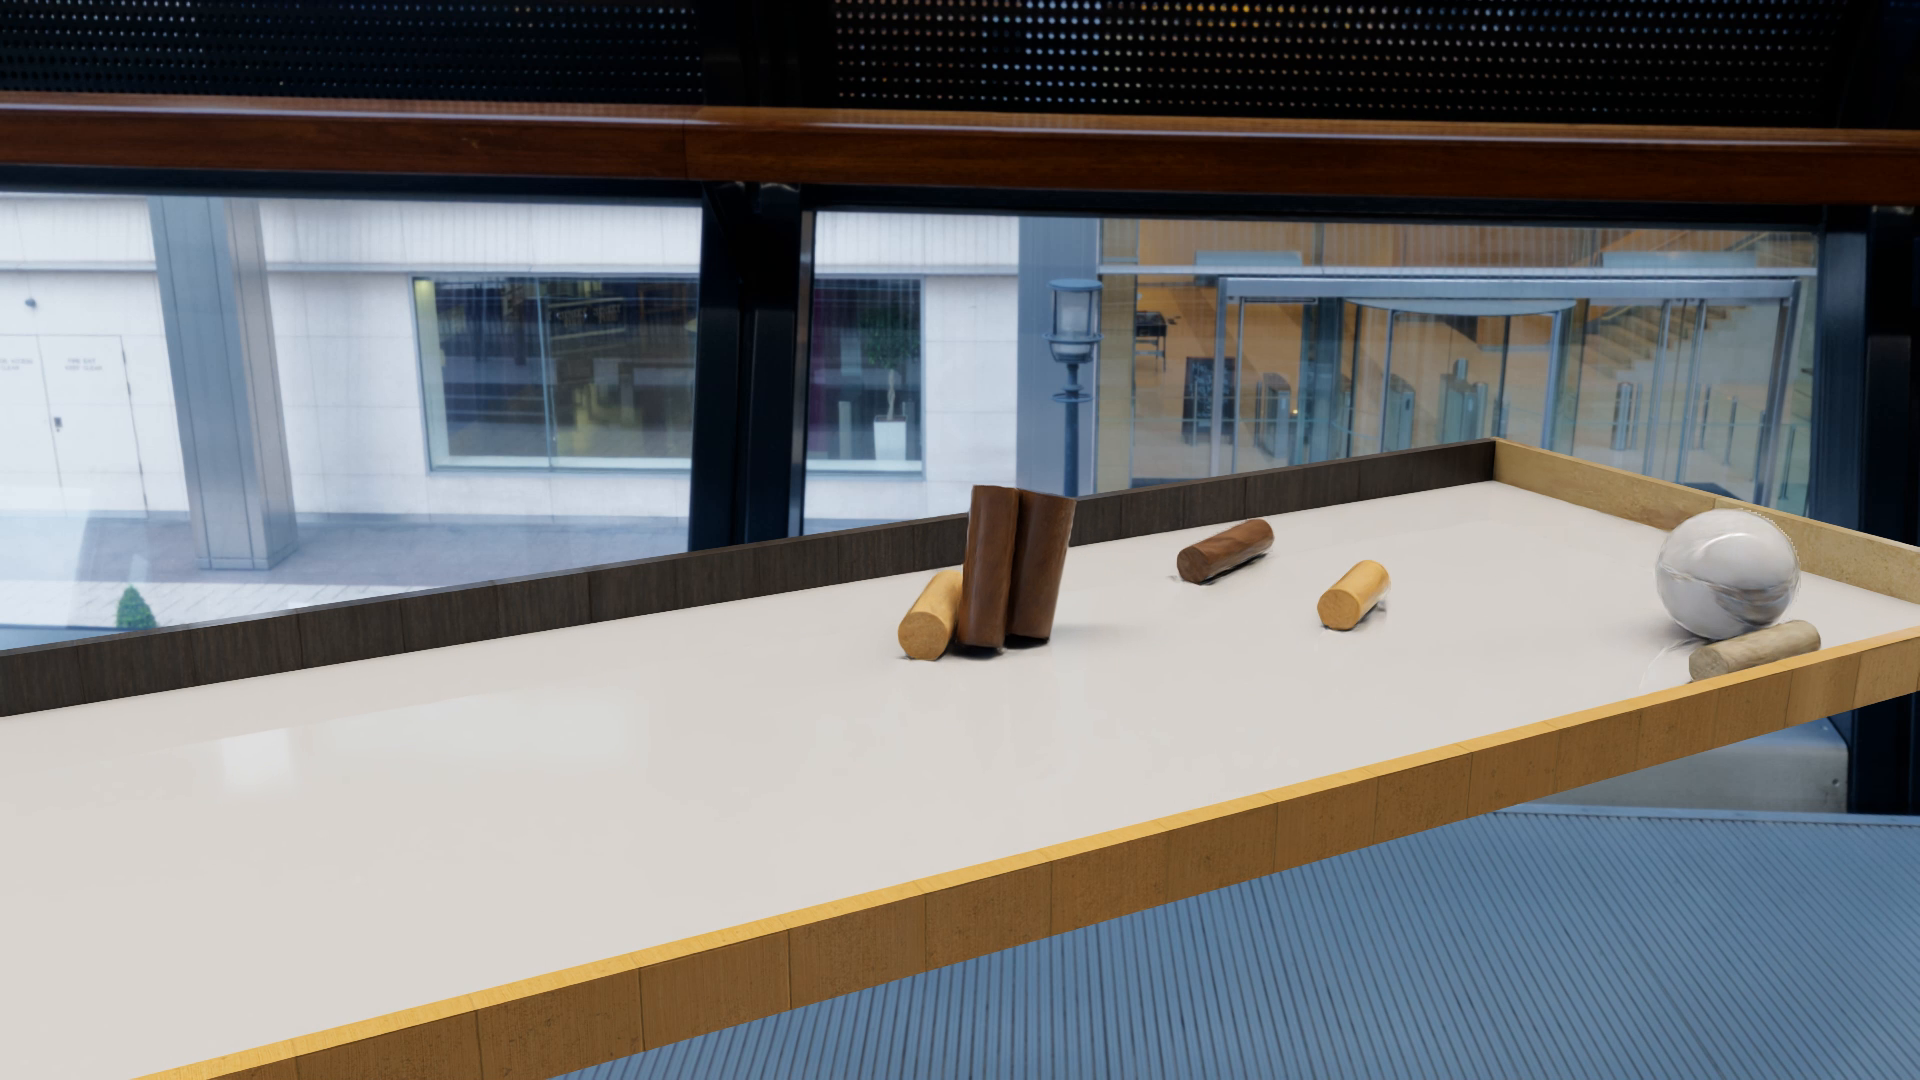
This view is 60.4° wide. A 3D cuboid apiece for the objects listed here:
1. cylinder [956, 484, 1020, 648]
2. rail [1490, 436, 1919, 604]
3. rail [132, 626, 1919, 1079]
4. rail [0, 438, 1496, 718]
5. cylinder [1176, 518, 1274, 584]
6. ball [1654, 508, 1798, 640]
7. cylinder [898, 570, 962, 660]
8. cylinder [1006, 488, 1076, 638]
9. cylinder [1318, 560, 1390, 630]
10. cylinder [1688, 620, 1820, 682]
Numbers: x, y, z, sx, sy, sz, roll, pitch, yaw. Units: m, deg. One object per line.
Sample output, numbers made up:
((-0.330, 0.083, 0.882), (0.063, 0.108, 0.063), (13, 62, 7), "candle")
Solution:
((0.074, 0.070, 4.343), (0.128, 0.418, 0.128), (6, -2, 0), "cylinder")
((2.466, -0.048, 5.253), (0.050, 0.150, 2.100), (-9, 18, -27), "rail")
((-2.336, 1.006, 1.665), (12.000, 0.150, 0.050), (-9, 18, -27), "rail")
((-3.305, 0.497, 3.399), (12.000, 0.150, 0.050), (-9, 18, -27), "rail")
((0.817, 0.031, 5.055), (0.110, 0.110, 0.404), (13, 21, 37), "cylinder")
((2.041, 0.092, 4.398), (0.351, 0.351, 0.351), (0, 16, 0), "ball")
((-0.061, 0.198, 4.442), (0.134, 0.134, 0.363), (3, 17, 11), "cylinder")
((0.198, 0.062, 4.421), (0.162, 0.378, 0.162), (11, 4, -1), "cylinder")
((1.107, 0.152, 4.628), (0.118, 0.118, 0.309), (9, 19, 27), "cylinder")
((2.019, 0.288, 4.185), (0.391, 0.107, 0.107), (-10, 19, -30), "cylinder")
